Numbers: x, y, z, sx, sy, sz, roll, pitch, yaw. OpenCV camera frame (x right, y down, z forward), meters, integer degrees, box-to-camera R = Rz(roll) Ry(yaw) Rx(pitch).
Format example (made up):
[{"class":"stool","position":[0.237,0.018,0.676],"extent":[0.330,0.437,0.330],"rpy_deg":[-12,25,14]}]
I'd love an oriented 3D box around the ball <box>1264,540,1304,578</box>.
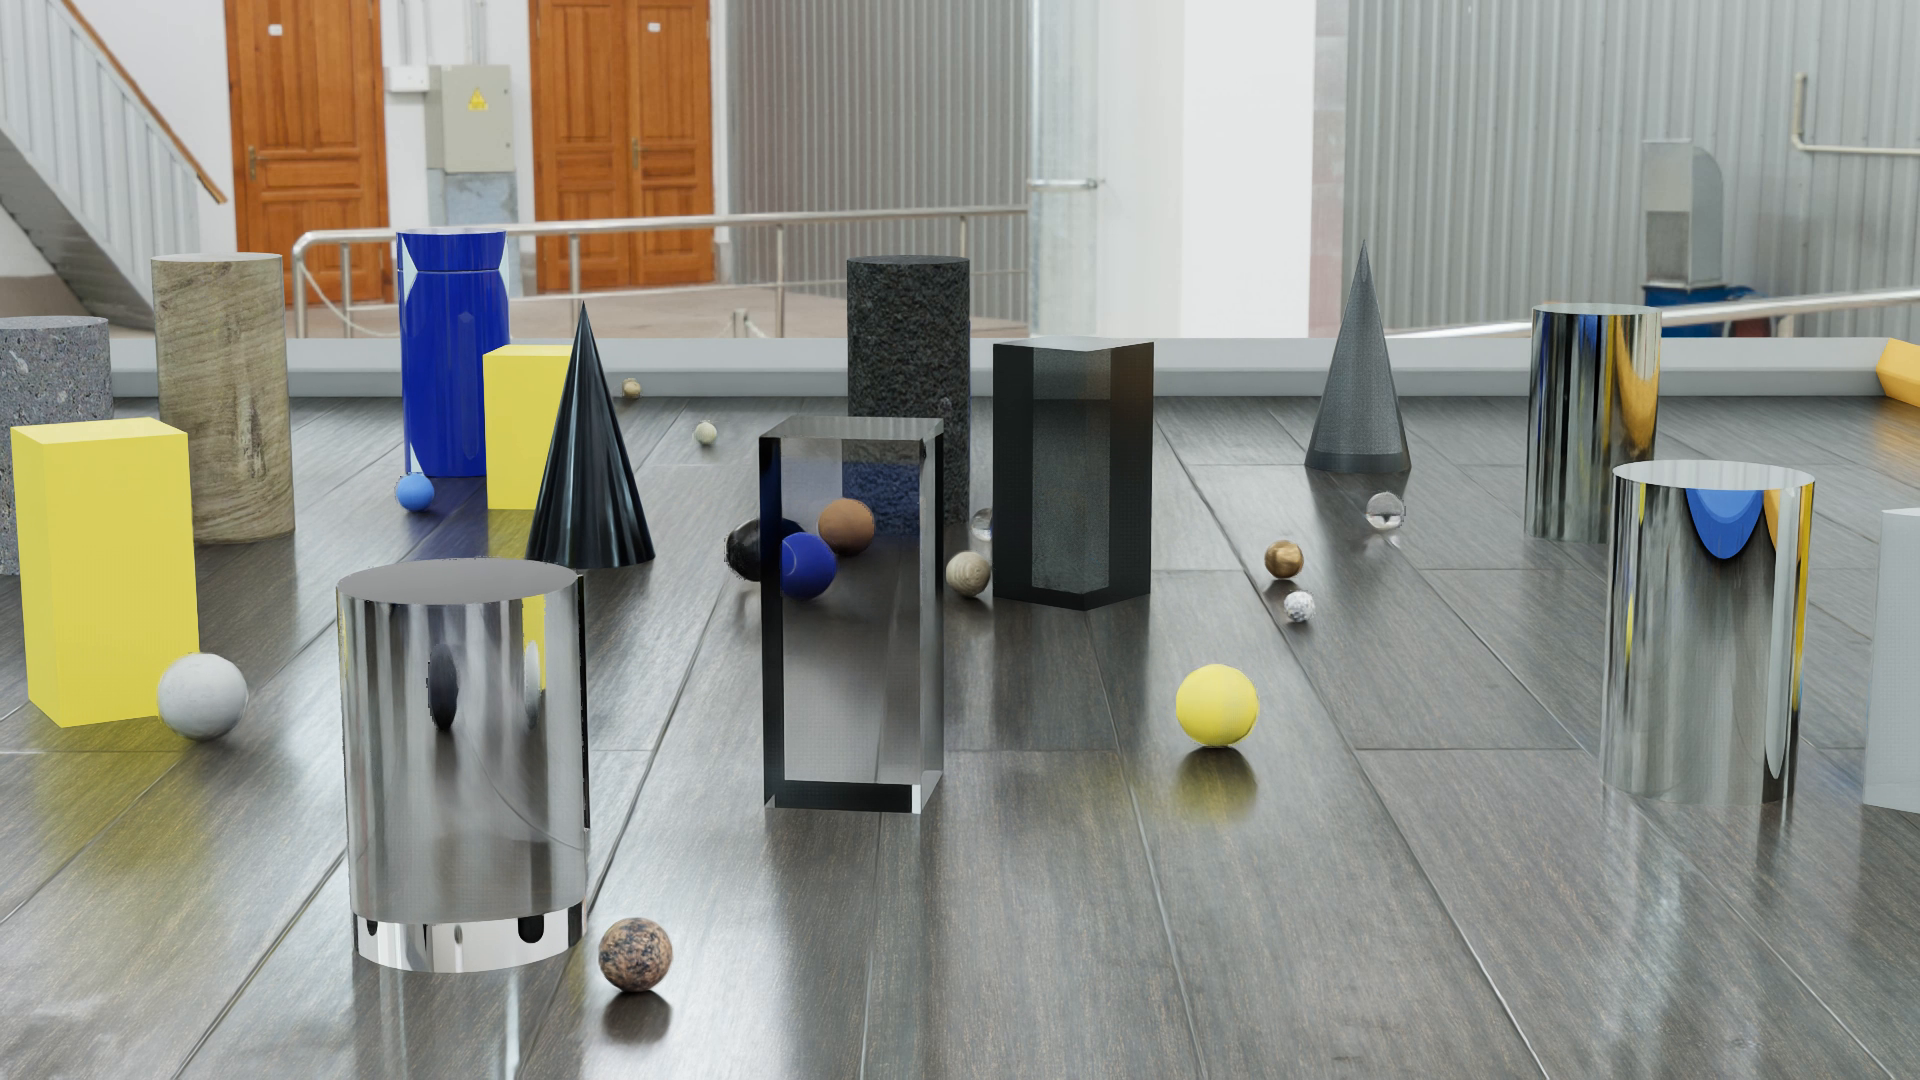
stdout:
[{"class":"ball","position":[0.464,0.028,3.678],"extent":[0.057,0.057,0.057],"rpy_deg":[0,10,0]}]

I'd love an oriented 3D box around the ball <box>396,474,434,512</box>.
[{"class":"ball","position":[-0.899,-0.078,4.235],"extent":[0.061,0.061,0.061],"rpy_deg":[0,10,0]}]

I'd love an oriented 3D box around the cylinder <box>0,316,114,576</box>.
[{"class":"cylinder","position":[-1.344,-0.142,3.770],"extent":[0.197,0.357,0.197],"rpy_deg":[0,10,0]}]

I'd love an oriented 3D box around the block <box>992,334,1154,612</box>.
[{"class":"block","position":[0.156,-0.097,3.539],"extent":[0.157,0.352,0.157],"rpy_deg":[8,13,38]}]

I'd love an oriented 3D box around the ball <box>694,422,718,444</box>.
[{"class":"ball","position":[-0.493,-0.206,4.977],"extent":[0.043,0.043,0.043],"rpy_deg":[0,10,0]}]

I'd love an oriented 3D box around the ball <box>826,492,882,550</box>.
[{"class":"ball","position":[-0.161,-0.030,3.904],"extent":[0.087,0.087,0.087],"rpy_deg":[0,10,0]}]

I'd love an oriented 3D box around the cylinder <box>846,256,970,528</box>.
[{"class":"cylinder","position":[-0.083,-0.241,4.133],"extent":[0.197,0.420,0.197],"rpy_deg":[0,10,0]}]

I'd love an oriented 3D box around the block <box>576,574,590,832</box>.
[{"class":"block","position":[-0.463,0.162,2.420],"extent":[0.157,0.250,0.157],"rpy_deg":[5,12,26]}]

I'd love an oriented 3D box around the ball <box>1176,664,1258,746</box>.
[{"class":"ball","position":[0.278,0.179,2.773],"extent":[0.089,0.089,0.089],"rpy_deg":[0,10,0]}]

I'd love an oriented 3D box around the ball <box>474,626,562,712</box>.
[{"class":"ball","position":[-0.503,0.147,2.918],"extent":[0.098,0.098,0.098],"rpy_deg":[0,10,0]}]

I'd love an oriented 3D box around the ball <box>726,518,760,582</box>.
[{"class":"ball","position":[-0.288,0.014,3.656],"extent":[0.091,0.091,0.091],"rpy_deg":[0,10,0]}]

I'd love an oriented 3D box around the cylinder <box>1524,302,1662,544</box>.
[{"class":"cylinder","position":[0.989,-0.186,4.016],"extent":[0.197,0.353,0.197],"rpy_deg":[0,10,0]}]

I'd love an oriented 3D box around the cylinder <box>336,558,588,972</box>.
[{"class":"cylinder","position":[-0.416,0.184,2.153],"extent":[0.197,0.306,0.197],"rpy_deg":[0,10,0]}]

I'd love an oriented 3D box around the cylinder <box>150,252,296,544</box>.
[{"class":"cylinder","position":[-1.149,-0.225,4.006],"extent":[0.197,0.433,0.197],"rpy_deg":[0,10,0]}]

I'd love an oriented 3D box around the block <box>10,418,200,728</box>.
[{"class":"block","position":[-0.975,0.032,2.932],"extent":[0.157,0.319,0.157],"rpy_deg":[-6,12,-31]}]

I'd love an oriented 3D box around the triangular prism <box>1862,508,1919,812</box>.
[{"class":"triangular prism","position":[1.015,0.117,2.543],"extent":[0.170,0.295,0.148],"rpy_deg":[8,13,38]}]

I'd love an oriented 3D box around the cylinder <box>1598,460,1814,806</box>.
[{"class":"cylinder","position":[0.761,0.090,2.621],"extent":[0.197,0.318,0.197],"rpy_deg":[0,10,0]}]

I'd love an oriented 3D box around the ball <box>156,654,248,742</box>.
[{"class":"ball","position":[-0.825,0.171,2.795],"extent":[0.096,0.096,0.096],"rpy_deg":[0,10,0]}]

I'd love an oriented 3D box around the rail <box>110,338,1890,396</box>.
[{"class":"rail","position":[-0.013,-0.380,5.676],"extent":[4.163,0.128,0.045],"rpy_deg":[0,10,0]}]

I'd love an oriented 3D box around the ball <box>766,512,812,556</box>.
[{"class":"ball","position":[-0.253,-0.005,3.809],"extent":[0.073,0.073,0.073],"rpy_deg":[0,10,0]}]

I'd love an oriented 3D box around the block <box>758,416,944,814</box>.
[{"class":"block","position":[-0.106,0.071,2.581],"extent":[0.157,0.371,0.157],"rpy_deg":[1,11,8]}]

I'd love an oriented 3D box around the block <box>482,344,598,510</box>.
[{"class":"block","position":[-0.700,-0.191,4.311],"extent":[0.157,0.256,0.157],"rpy_deg":[1,11,4]}]

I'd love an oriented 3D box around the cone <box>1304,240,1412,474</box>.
[{"class":"cone","position":[0.733,-0.344,4.690],"extent":[0.197,0.418,0.197],"rpy_deg":[0,10,0]}]

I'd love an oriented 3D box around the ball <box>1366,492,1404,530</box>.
[{"class":"ball","position":[0.673,-0.046,4.065],"extent":[0.060,0.060,0.060],"rpy_deg":[0,10,0]}]

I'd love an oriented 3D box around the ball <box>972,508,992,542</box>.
[{"class":"ball","position":[0.044,-0.024,3.965],"extent":[0.053,0.053,0.053],"rpy_deg":[0,10,0]}]

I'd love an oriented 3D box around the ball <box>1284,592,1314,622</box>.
[{"class":"ball","position":[0.450,0.088,3.400],"extent":[0.040,0.040,0.040],"rpy_deg":[0,10,0]}]

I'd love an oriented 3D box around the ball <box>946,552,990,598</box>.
[{"class":"ball","position":[0.011,0.048,3.553],"extent":[0.063,0.063,0.063],"rpy_deg":[0,10,0]}]

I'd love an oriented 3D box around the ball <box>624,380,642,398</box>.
[{"class":"ball","position":[-0.723,-0.332,5.662],"extent":[0.040,0.040,0.040],"rpy_deg":[0,10,0]}]

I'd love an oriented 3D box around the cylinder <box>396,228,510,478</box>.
[{"class":"cylinder","position":[-0.910,-0.341,4.634],"extent":[0.197,0.433,0.197],"rpy_deg":[0,10,0]}]

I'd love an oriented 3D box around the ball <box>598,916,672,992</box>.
[{"class":"ball","position":[-0.259,0.330,2.041],"extent":[0.059,0.059,0.059],"rpy_deg":[0,10,0]}]

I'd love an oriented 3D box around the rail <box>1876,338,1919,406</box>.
[{"class":"rail","position":[2.058,0.031,3.461],"extent":[0.045,0.128,4.577],"rpy_deg":[0,10,0]}]

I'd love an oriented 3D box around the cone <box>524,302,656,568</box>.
[{"class":"cone","position":[-0.555,-0.165,3.815],"extent":[0.197,0.385,0.197],"rpy_deg":[0,10,0]}]

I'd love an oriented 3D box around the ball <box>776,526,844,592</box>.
[{"class":"ball","position":[-0.209,0.026,3.588],"extent":[0.093,0.093,0.093],"rpy_deg":[0,10,0]}]
